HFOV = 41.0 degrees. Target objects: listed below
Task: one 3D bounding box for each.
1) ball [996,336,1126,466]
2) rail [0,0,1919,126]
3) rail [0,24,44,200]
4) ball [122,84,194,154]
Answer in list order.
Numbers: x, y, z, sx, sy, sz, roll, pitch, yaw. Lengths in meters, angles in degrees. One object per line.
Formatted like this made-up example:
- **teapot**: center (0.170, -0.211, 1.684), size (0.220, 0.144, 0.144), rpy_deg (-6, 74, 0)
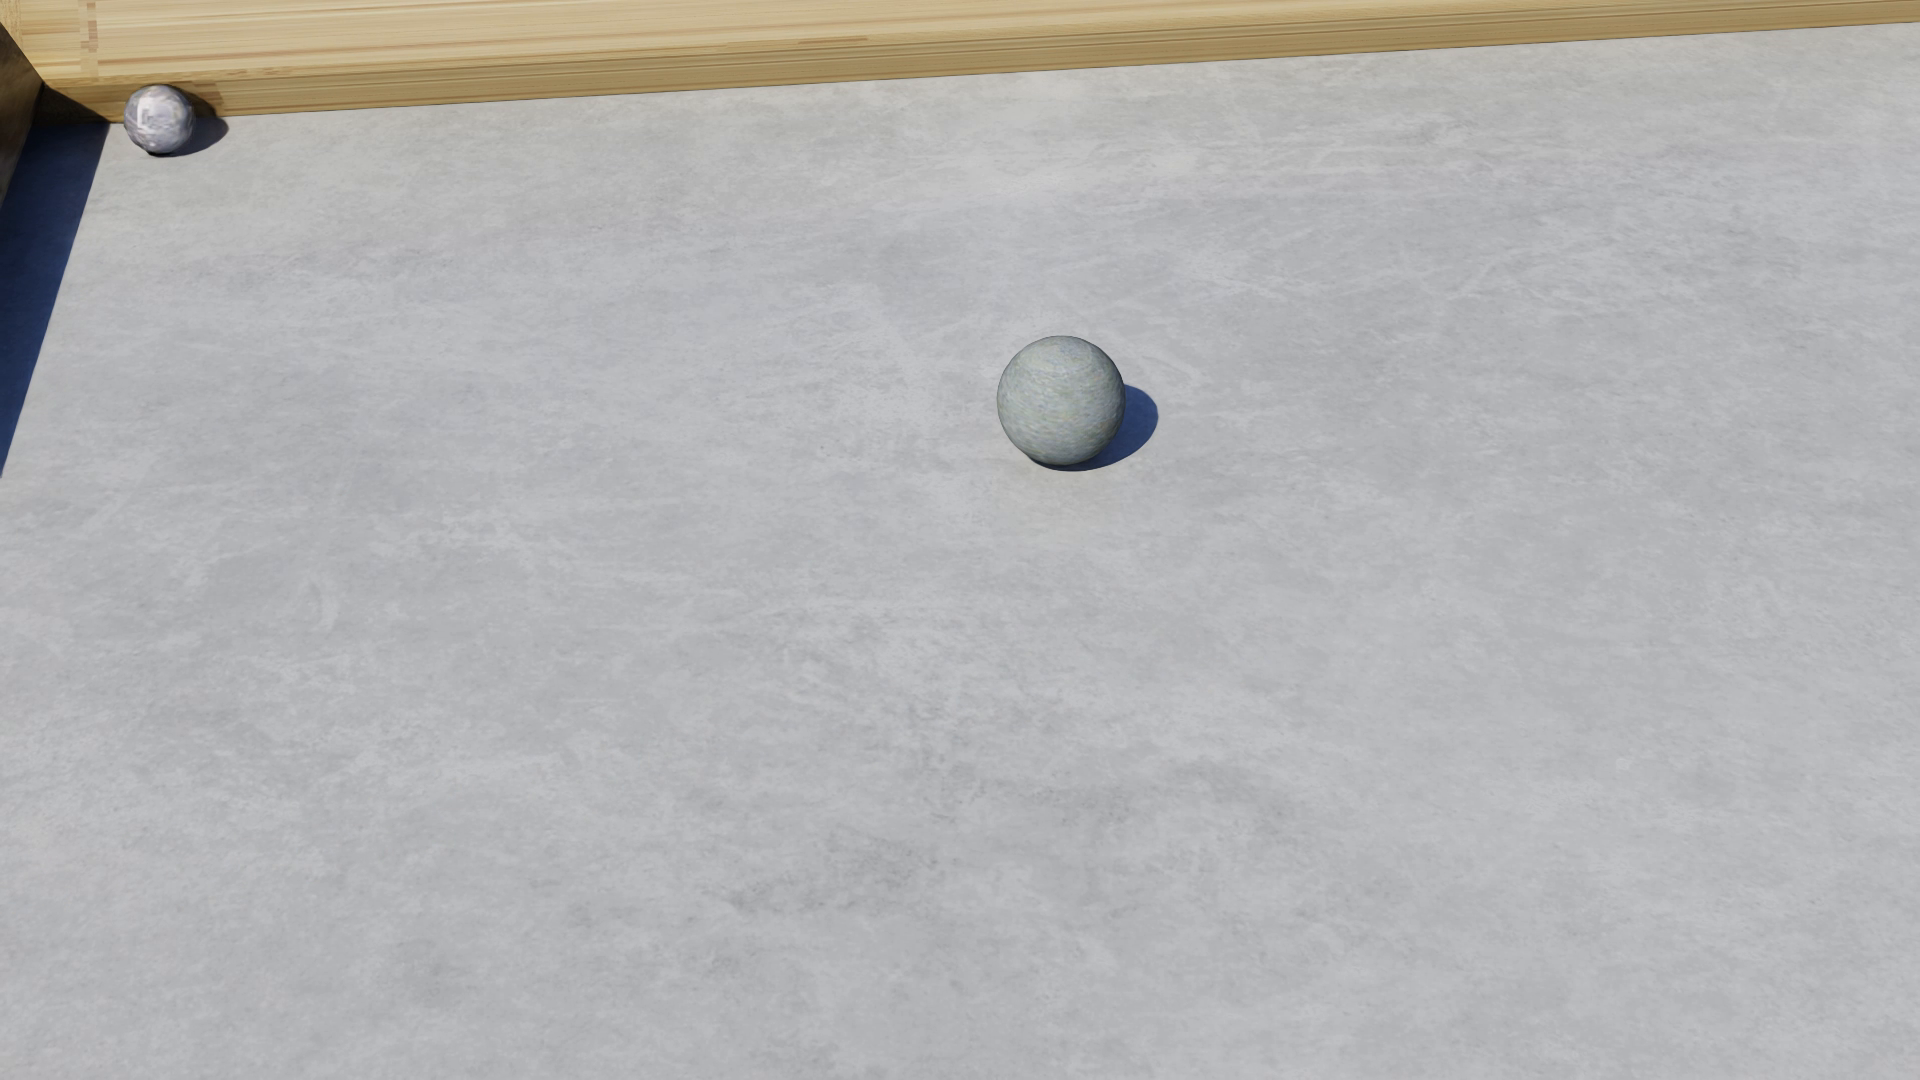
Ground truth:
- **ball**: center (0.070, -0.097, 1.783), size (0.090, 0.090, 0.090), rpy_deg (0, 36, 0)
- **rail**: center (0.630, -0.501, 2.319), size (2.920, 0.117, 0.045), rpy_deg (-4, 36, -6)
- **rail**: center (-0.701, 0.036, 1.574), size (0.045, 0.117, 1.532), rpy_deg (-4, 36, -6)
- **ball**: center (-0.678, -0.356, 2.170), size (0.058, 0.058, 0.058), rpy_deg (0, 36, 0)
